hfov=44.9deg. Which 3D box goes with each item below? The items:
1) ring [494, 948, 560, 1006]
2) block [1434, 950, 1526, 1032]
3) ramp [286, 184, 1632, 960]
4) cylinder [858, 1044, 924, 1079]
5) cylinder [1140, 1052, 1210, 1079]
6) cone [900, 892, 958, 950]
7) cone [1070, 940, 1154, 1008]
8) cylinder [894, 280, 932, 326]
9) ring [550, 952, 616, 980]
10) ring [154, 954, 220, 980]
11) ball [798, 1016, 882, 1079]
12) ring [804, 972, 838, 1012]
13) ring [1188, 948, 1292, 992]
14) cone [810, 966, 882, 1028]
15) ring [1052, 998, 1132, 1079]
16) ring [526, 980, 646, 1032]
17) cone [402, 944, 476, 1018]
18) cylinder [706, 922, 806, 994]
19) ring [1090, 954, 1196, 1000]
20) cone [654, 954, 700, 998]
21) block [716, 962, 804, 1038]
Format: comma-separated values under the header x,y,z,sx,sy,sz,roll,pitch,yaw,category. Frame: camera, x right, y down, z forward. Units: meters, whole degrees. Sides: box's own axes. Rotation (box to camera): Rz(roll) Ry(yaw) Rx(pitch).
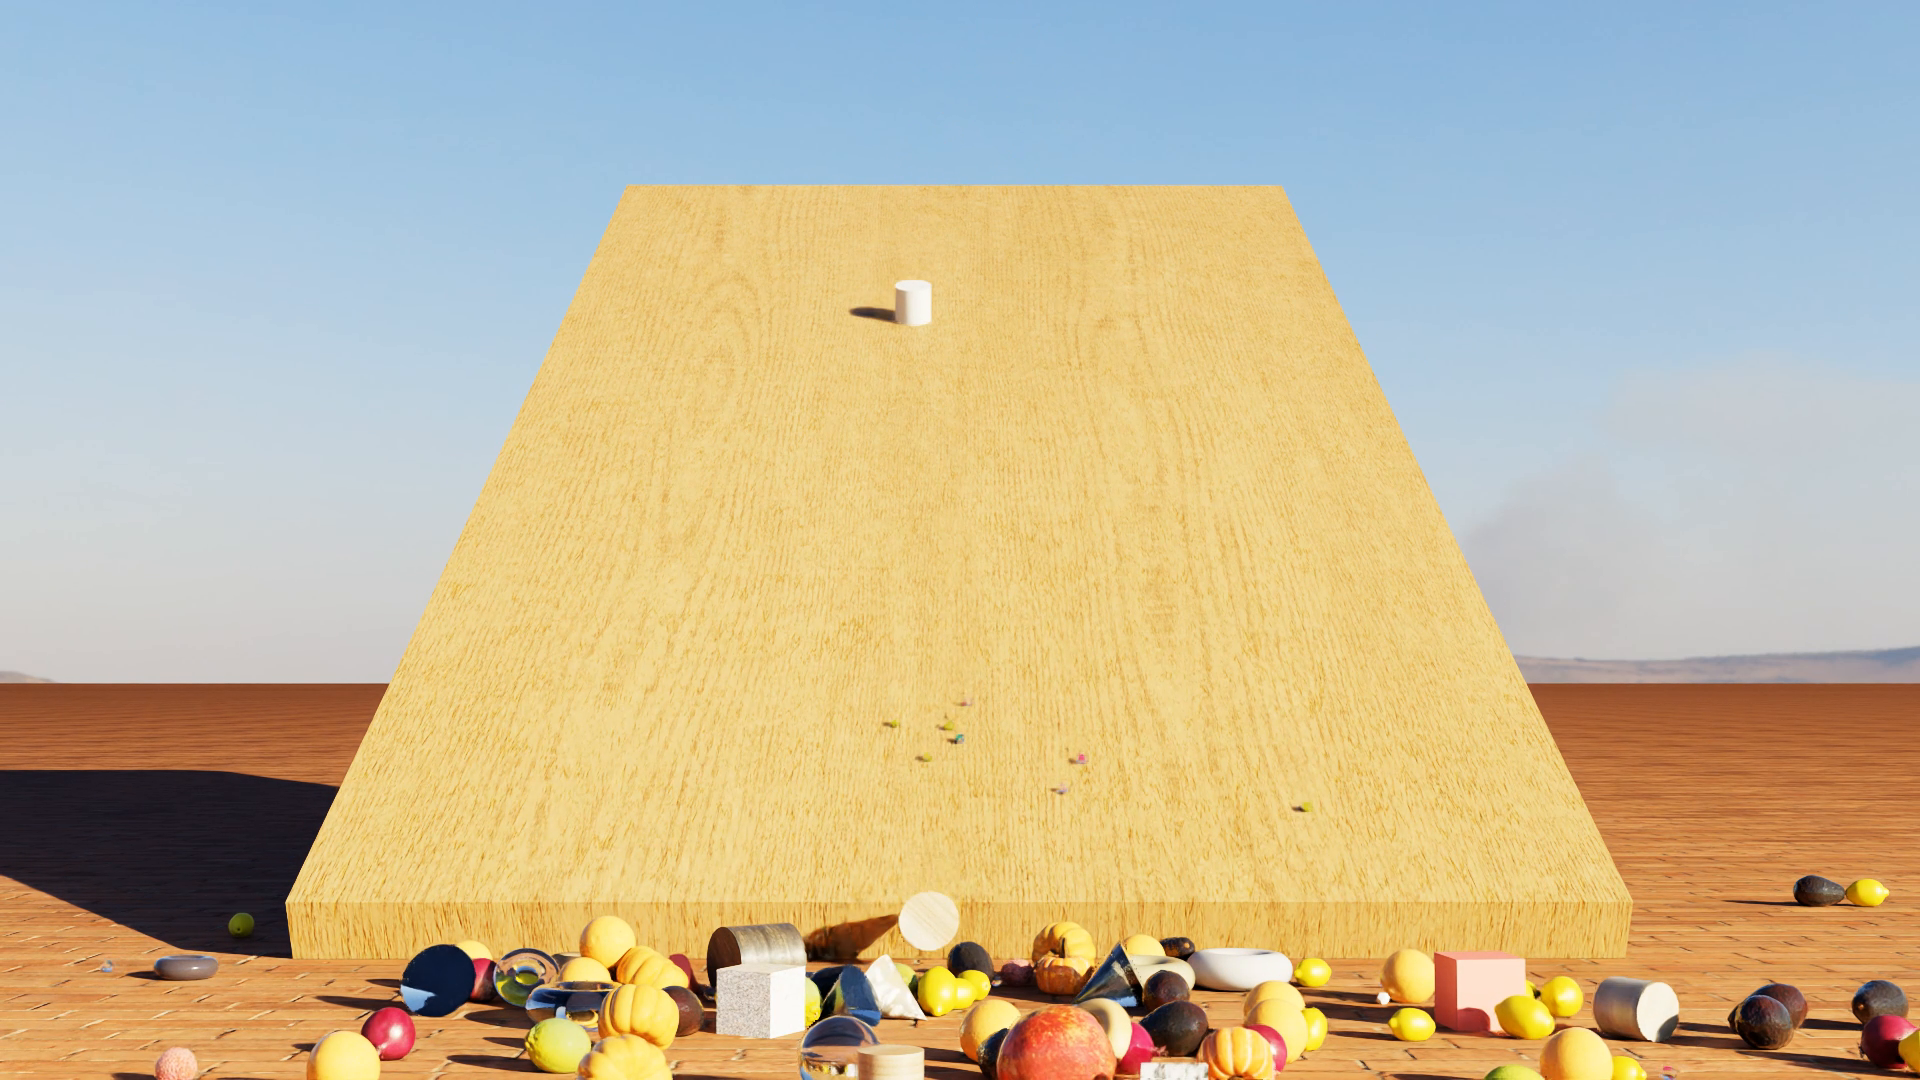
x,y,z,sx,sy,sz,roll,pitch,yaw,category
-0.560,0.566,3.008,0.087,0.087,0.029,1,-46,-16,ring
0.631,0.547,2.825,0.085,0.085,0.085,0,-3,-7,block
-0.008,-0.228,5.299,2.000,0.100,4.000,0,24,0,ramp
-0.067,0.522,2.233,0.065,0.065,0.065,0,-3,0,cylinder
0.200,0.520,2.171,0.062,0.062,0.062,26,6,20,cylinder
-0.049,0.546,3.398,0.087,0.087,0.087,0,4,-6,cone
0.183,0.578,2.987,0.096,0.096,0.096,-27,-4,1,cone
-0.119,-0.602,5.905,0.092,0.092,0.092,0,24,0,cylinder
-0.534,0.600,3.277,0.098,0.033,0.098,1,-5,0,ring
-1.088,0.601,3.271,0.088,0.029,0.088,1,-5,0,ring
-0.118,0.517,2.313,0.086,0.086,0.086,0,-3,0,ball
-0.202,0.579,2.987,0.123,0.041,0.123,1,-4,0,ring
0.381,0.587,3.176,0.146,0.049,0.146,1,-4,0,ring
-0.152,0.572,2.834,0.080,0.080,0.080,-30,-16,22,cone
0.139,0.528,2.462,0.094,0.094,0.031,-3,-41,43,ring
-0.455,0.566,2.829,0.145,0.048,0.145,1,-4,0,ring
-0.649,0.576,2.954,0.095,0.095,0.095,0,-30,6,cone
-0.269,0.556,3.065,0.096,0.096,0.096,2,-4,-34,cylinder
0.243,0.583,3.097,0.140,0.047,0.140,0,-2,0,ring
-0.365,0.592,3.097,0.062,0.062,0.062,-3,-31,37,cone
-0.237,0.549,2.775,0.076,0.076,0.076,-2,-4,28,block
